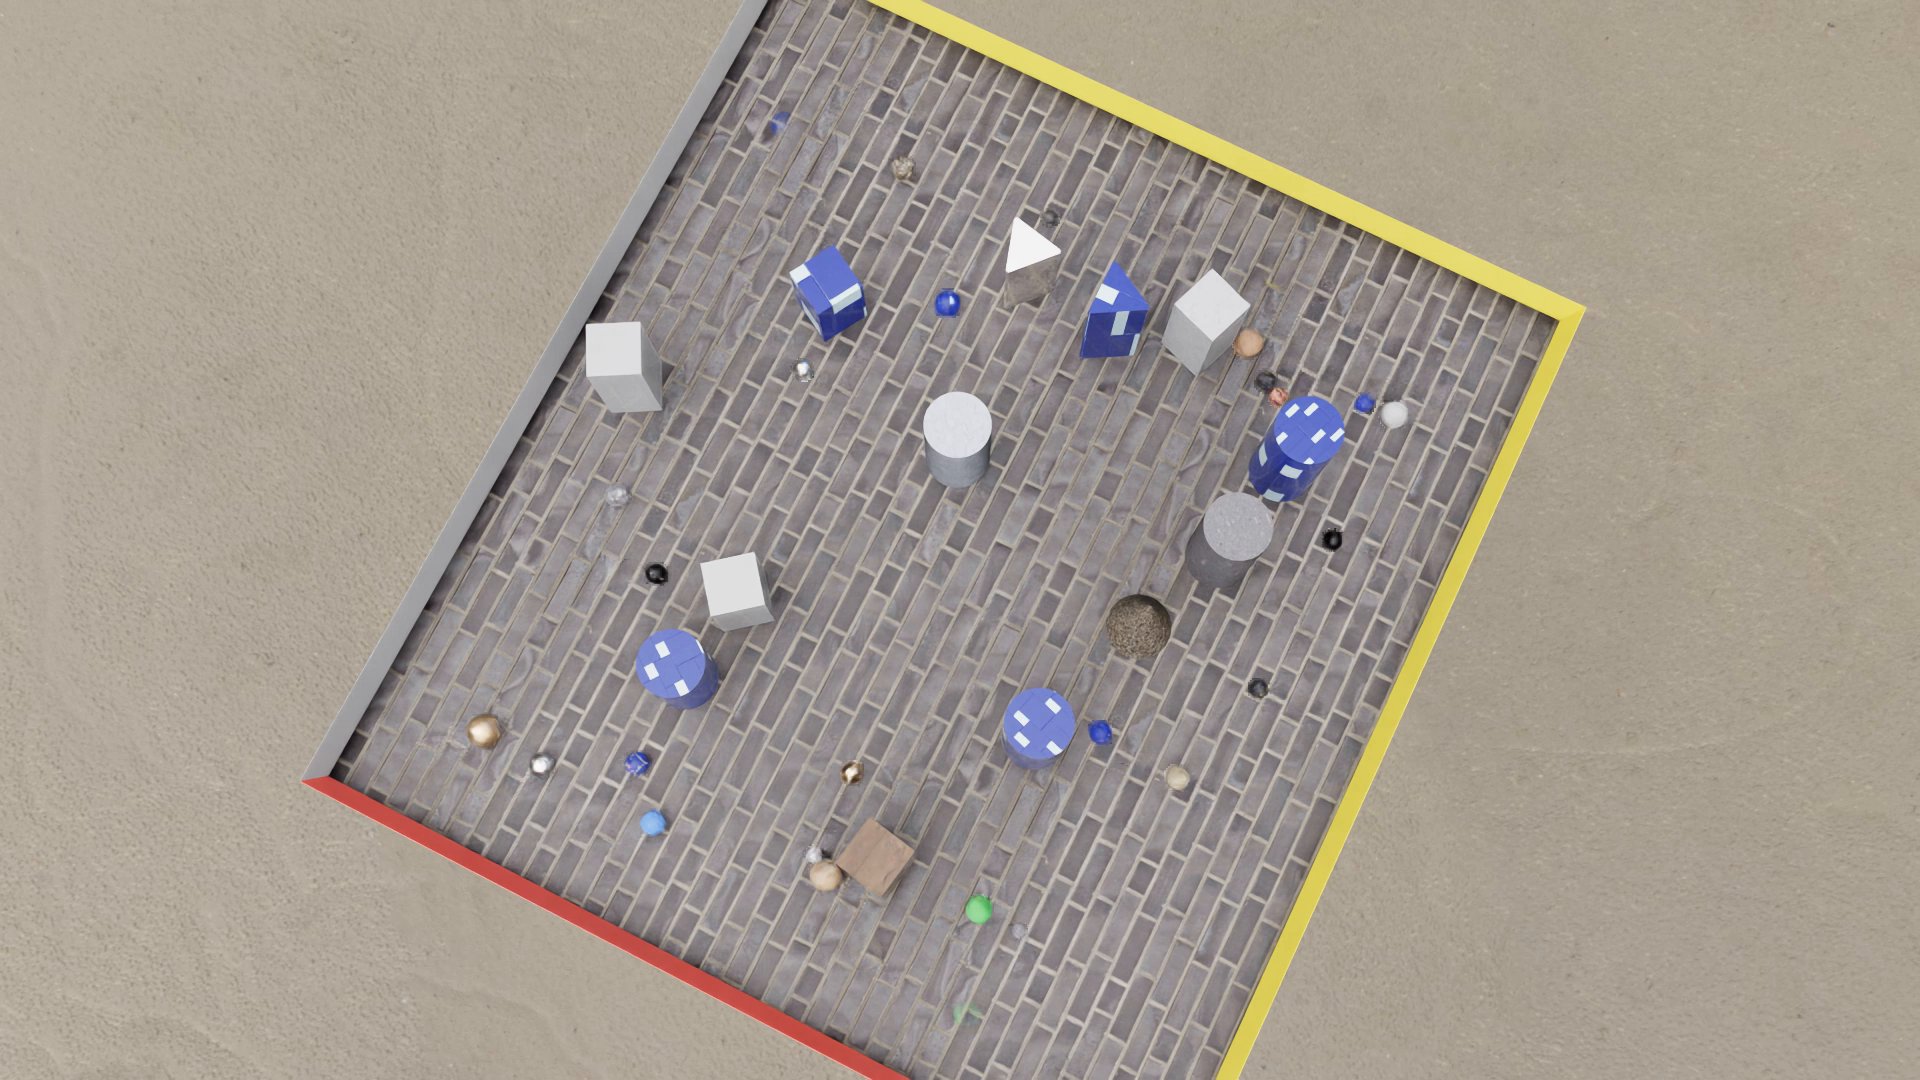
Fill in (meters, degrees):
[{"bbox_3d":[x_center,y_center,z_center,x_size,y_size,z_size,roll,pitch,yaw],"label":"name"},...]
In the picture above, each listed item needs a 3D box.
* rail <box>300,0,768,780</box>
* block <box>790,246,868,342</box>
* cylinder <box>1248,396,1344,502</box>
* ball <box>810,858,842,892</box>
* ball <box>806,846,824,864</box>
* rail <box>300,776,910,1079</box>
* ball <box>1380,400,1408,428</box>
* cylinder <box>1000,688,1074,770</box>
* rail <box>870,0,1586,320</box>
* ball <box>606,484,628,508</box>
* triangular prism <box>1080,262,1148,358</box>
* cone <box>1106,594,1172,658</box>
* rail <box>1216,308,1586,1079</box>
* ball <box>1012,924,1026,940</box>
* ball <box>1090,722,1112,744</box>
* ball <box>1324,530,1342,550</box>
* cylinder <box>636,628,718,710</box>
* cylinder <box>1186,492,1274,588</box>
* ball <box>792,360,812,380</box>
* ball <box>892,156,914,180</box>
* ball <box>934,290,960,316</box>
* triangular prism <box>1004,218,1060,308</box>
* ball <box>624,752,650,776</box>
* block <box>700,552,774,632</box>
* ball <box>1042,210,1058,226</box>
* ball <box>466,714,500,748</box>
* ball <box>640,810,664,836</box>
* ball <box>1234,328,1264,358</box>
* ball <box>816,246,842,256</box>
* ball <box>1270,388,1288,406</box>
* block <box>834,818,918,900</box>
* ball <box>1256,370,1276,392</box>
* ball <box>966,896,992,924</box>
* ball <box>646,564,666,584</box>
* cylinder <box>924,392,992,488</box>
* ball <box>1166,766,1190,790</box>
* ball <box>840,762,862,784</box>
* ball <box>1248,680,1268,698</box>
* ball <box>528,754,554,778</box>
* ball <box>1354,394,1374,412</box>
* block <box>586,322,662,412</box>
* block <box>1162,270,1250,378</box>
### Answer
[{"bbox_3d":[-1.230,-0.595,5.673,0.045,0.129,3.019,26,80,5],"label":"rail"},{"bbox_3d":[-0.402,-0.755,5.636,0.159,0.269,0.159,-33,80,-6],"label":"block"},{"bbox_3d":[0.990,-0.263,5.425,0.199,0.481,0.199,0,78,0],"label":"cylinder"},{"bbox_3d":[-0.392,0.982,5.364,0.096,0.096,0.096,0,78,0],"label":"ball"},{"bbox_3d":[-0.428,0.929,5.399,0.049,0.049,0.049,0,78,0],"label":"ball"},{"bbox_3d":[-0.664,1.308,5.279,2.797,0.129,0.045,26,80,5],"label":"rail"},{"bbox_3d":[1.341,-0.387,5.654,0.084,0.084,0.084,0,78,0],"label":"ball"},{"bbox_3d":[0.222,0.550,5.306,0.199,0.386,0.199,0,78,0],"label":"cylinder"},{"bbox_3d":[0.664,-1.294,5.818,2.797,0.129,0.045,26,80,5],"label":"rail"},{"bbox_3d":[-1.050,-0.136,5.608,0.072,0.072,0.072,0,78,0],"label":"ball"},{"bbox_3d":[0.455,-0.693,5.536,0.172,0.439,0.149,-4,78,-1],"label":"triangular prism"},{"bbox_3d":[0.542,0.225,5.377,0.199,0.378,0.199,0,78,0],"label":"cone"},{"bbox_3d":[1.230,0.609,5.424,0.045,0.129,3.019,26,80,5],"label":"rail"},{"bbox_3d":[0.173,1.144,5.357,0.044,0.044,0.044,0,78,0],"label":"ball"},{"bbox_3d":[0.419,0.575,5.462,0.069,0.069,0.069,0,78,0],"label":"ball"},{"bbox_3d":[1.137,0.001,5.586,0.059,0.059,0.059,0,78,0],"label":"ball"},{"bbox_3d":[-0.827,0.383,5.384,0.199,0.301,0.199,0,78,0],"label":"cylinder"},{"bbox_3d":[0.788,0.005,5.395,0.199,0.432,0.199,0,78,0],"label":"cylinder"},{"bbox_3d":[-0.489,-0.529,5.695,0.061,0.061,0.061,0,78,0],"label":"ball"},{"bbox_3d":[-0.183,-1.181,5.824,0.072,0.072,0.072,0,78,0],"label":"ball"},{"bbox_3d":[-0.039,-0.739,5.728,0.082,0.082,0.082,0,78,0],"label":"ball"},{"bbox_3d":[0.193,-0.862,5.624,0.172,0.334,0.149,-21,79,-4],"label":"triangular prism"},{"bbox_3d":[-0.959,0.664,5.443,0.072,0.072,0.072,0,78,0],"label":"ball"},{"bbox_3d":[-0.657,0.157,5.436,0.159,0.290,0.159,-12,79,-3],"label":"block"},{"bbox_3d":[0.285,-1.022,5.803,0.049,0.049,0.049,0,78,0],"label":"ball"},{"bbox_3d":[-1.417,0.568,5.448,0.099,0.099,0.099,0,78,0],"label":"ball"},{"bbox_3d":[-0.907,0.836,5.407,0.072,0.072,0.072,0,78,0],"label":"ball"},{"bbox_3d":[0.898,-0.613,5.697,0.090,0.090,0.090,0,78,0],"label":"ball"},{"bbox_3d":[-0.409,-0.877,5.751,0.086,0.086,0.086,0,78,0],"label":"ball"},{"bbox_3d":[0.988,-0.445,5.681,0.054,0.054,0.054,0,78,0],"label":"ball"},{"bbox_3d":[-0.235,0.913,5.242,0.159,0.364,0.159,36,81,7],"label":"block"},{"bbox_3d":[0.950,-0.493,5.686,0.064,0.064,0.064,0,78,0],"label":"ball"},{"bbox_3d":[0.055,1.081,5.353,0.078,0.078,0.078,0,78,0],"label":"ball"},{"bbox_3d":[-0.923,0.104,5.563,0.063,0.063,0.063,0,78,0],"label":"ball"},{"bbox_3d":[-0.007,-0.295,5.486,0.199,0.376,0.199,0,78,0],"label":"cylinder"},{"bbox_3d":[0.645,0.706,5.433,0.072,0.072,0.072,0,78,0],"label":"ball"},{"bbox_3d":[-0.321,0.693,5.439,0.067,0.067,0.067,0,78,0],"label":"ball"},{"bbox_3d":[0.896,0.447,5.494,0.059,0.059,0.059,0,78,0],"label":"ball"},{"bbox_3d":[-1.244,0.669,5.442,0.072,0.072,0.072,0,78,0],"label":"ball"},{"bbox_3d":[1.252,-0.424,5.675,0.057,0.057,0.057,0,78,0],"label":"ball"},{"bbox_3d":[-1.009,-0.517,5.525,0.159,0.389,0.159,-3,78,-1],"label":"block"},{"bbox_3d":[0.742,-0.655,5.566,0.159,0.365,0.159,-43,81,-8],"label":"block"}]
